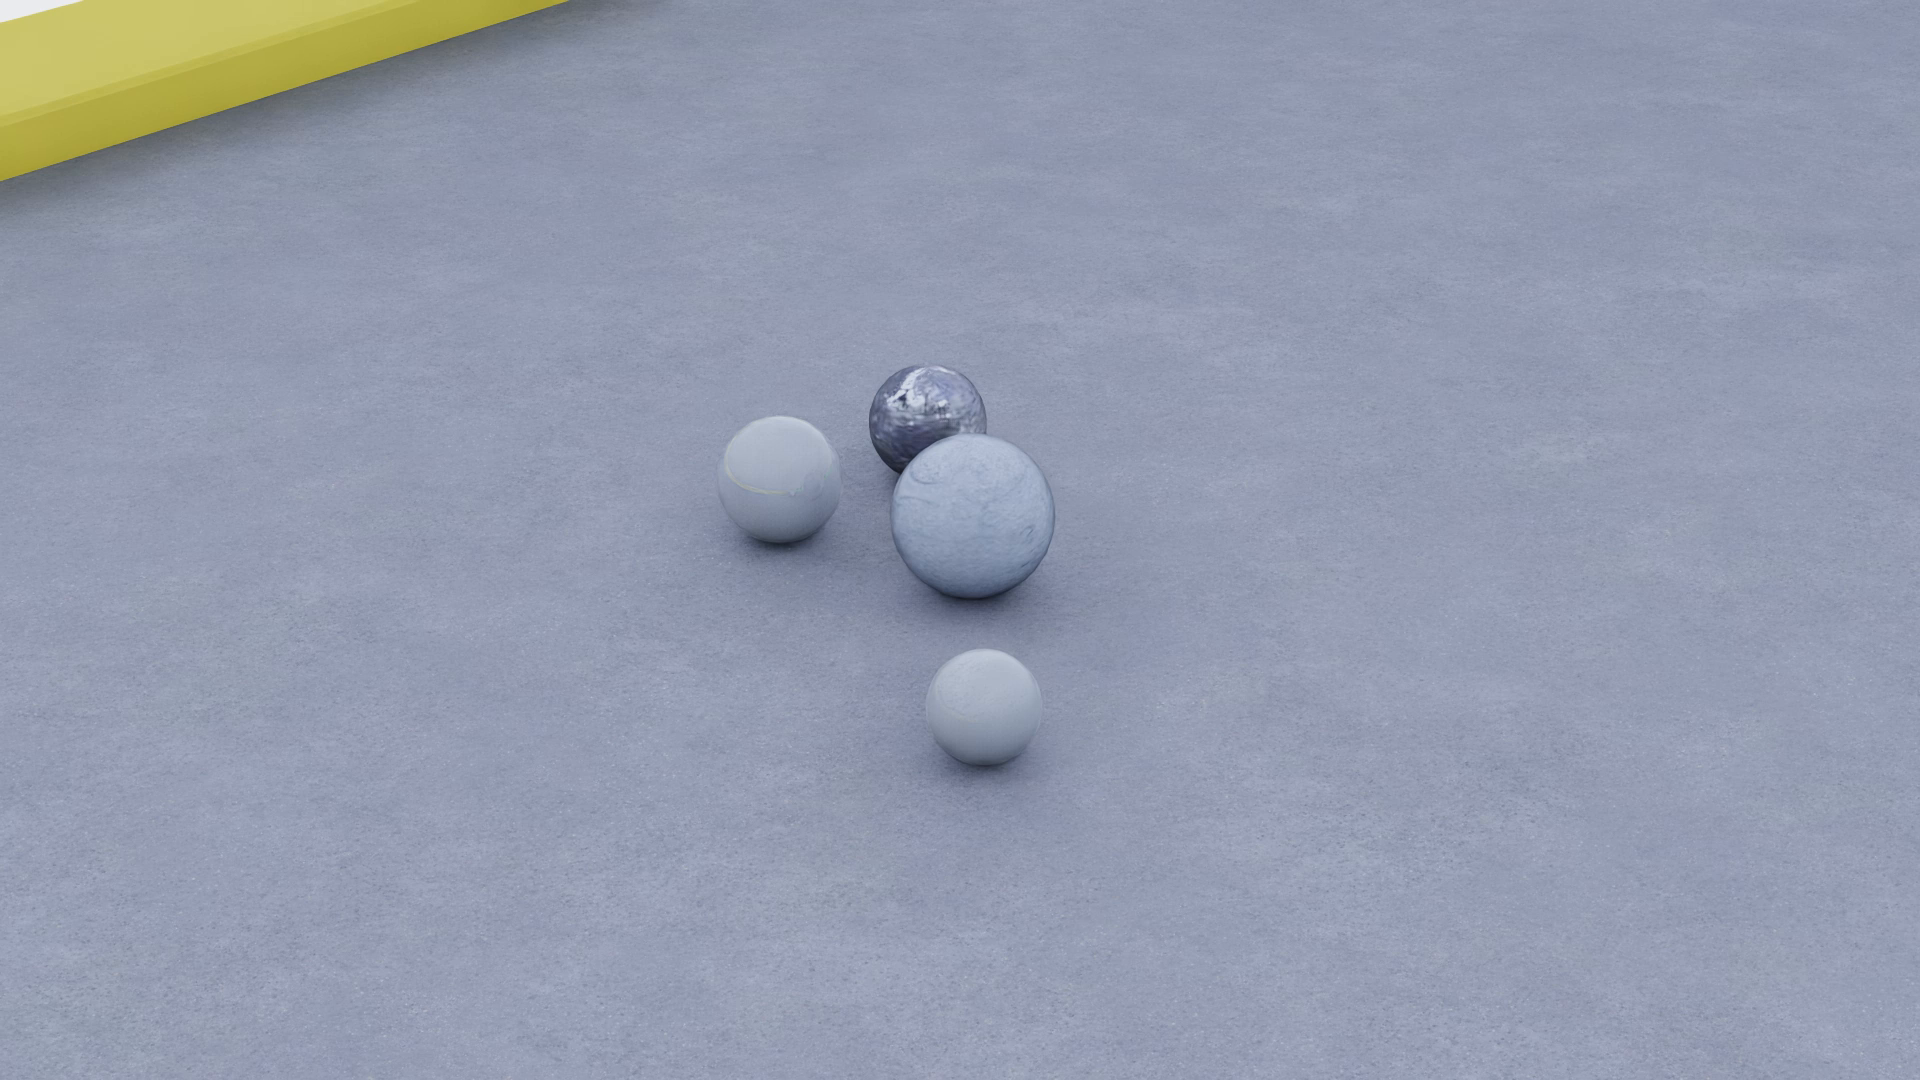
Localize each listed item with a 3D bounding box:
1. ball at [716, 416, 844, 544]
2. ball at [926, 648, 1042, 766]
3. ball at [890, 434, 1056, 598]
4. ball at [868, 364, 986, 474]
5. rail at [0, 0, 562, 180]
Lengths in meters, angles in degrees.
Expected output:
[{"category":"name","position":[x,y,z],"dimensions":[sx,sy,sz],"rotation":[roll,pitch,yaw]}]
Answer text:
[{"category":"ball","position":[-0.113,-0.038,1.843],"dimensions":[0.080,0.080,0.080],"rotation":[0,26,0]},{"category":"ball","position":[0.013,0.091,1.596],"dimensions":[0.064,0.064,0.064],"rotation":[0,26,0]},{"category":"ball","position":[0.008,-0.014,1.771],"dimensions":[0.100,0.100,0.100],"rotation":[0,26,0]},{"category":"ball","position":[-0.021,-0.077,1.926],"dimensions":[0.078,0.078,0.078],"rotation":[0,26,0]},{"category":"rail","position":[-0.297,-0.652,3.053],"dimensions":[0.045,0.130,3.966],"rotation":[18,31,32]}]
